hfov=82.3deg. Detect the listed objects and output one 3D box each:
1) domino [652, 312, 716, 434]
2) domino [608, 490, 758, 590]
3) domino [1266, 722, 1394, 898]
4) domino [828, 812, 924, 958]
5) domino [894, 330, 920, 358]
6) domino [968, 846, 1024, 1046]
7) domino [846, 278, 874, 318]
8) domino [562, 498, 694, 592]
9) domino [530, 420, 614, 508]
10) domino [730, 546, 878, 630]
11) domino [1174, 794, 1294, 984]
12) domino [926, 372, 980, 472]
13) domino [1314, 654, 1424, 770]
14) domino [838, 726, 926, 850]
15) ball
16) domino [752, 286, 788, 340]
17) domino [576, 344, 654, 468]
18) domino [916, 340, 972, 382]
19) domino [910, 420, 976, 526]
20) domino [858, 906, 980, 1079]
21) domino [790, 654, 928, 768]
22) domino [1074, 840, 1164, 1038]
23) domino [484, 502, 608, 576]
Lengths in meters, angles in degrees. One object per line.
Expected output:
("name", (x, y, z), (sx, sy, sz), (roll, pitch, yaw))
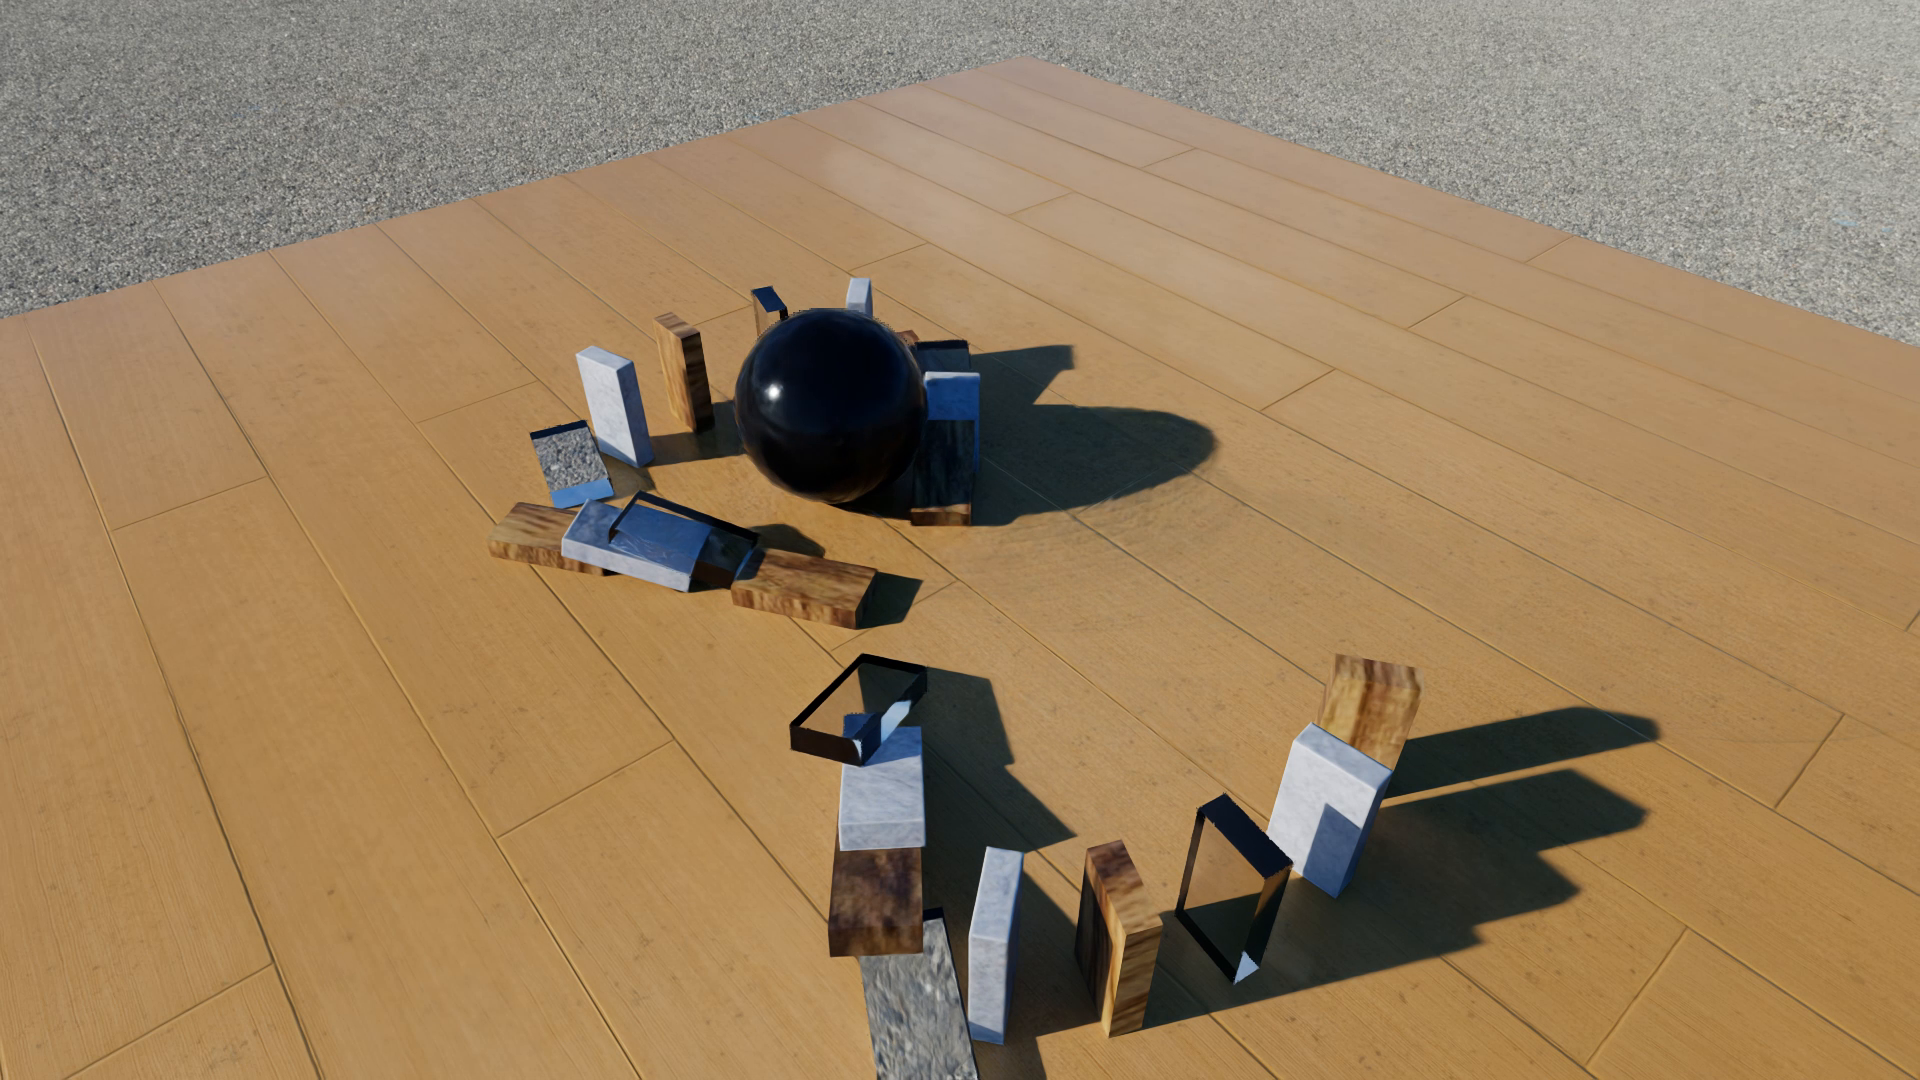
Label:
("domino", (-0.126, -0.076, 0.504), (0.009, 0.050, 0.025), (-29, 47, -31))
("domino", (-0.107, 0.000, 0.426), (0.050, 0.010, 0.025), (20, 40, 0))
("domino", (0.105, 0.078, 0.316), (0.025, 0.050, 0.009), (32, 49, 33))
("domino", (-0.023, 0.097, 0.315), (0.025, 0.009, 0.050), (-2, 23, -2))
("domino", (-0.027, -0.088, 0.550), (0.025, 0.010, 0.050), (-14, 41, -17))
("domino", (0.009, 0.105, 0.283), (0.009, 0.050, 0.025), (7, 40, 8))
("domino", (-0.048, -0.098, 0.531), (0.010, 0.050, 0.025), (1, 39, 1))
("domino", (-0.126, 0.002, 0.430), (0.050, 0.010, 0.025), (17, 40, -5))
("domino", (-0.171, -0.034, 0.485), (0.025, 0.009, 0.050), (-18, 43, -20))
("domino", (-0.059, 0.018, 0.422), (0.050, 0.009, 0.025), (10, 40, 12))
("domino", (0.073, 0.094, 0.296), (0.009, 0.050, 0.025), (-21, 44, -24))
("domino", (-0.004, -0.054, 0.497), (0.025, 0.010, 0.050), (2, 56, -1))
("domino", (0.124, 0.058, 0.340), (0.025, 0.050, 0.009), (10, 40, 12))
("domino", (-0.024, 0.076, 0.340), (0.025, 0.009, 0.050), (-2, 23, -3))
("ball", (-0.053, -0.055, 0.455), (0.080, 0.080, 0.080), (0, 39, 0))
("domino", (-0.088, -0.092, 0.524), (0.010, 0.050, 0.025), (-16, 42, -19))
("domino", (-0.151, -0.058, 0.482), (0.025, 0.050, 0.009), (23, 45, 26))
("domino", (-0.007, -0.073, 0.521), (0.025, 0.010, 0.050), (-3, 56, -4))
("domino", (-0.007, -0.029, 0.468), (0.025, 0.009, 0.050), (2, 56, 2))
("domino", (-0.012, 0.124, 0.292), (0.025, 0.009, 0.050), (-8, 40, -9))
("domino", (-0.032, 0.055, 0.364), (0.025, 0.010, 0.050), (9, 25, 21))
("domino", (0.040, 0.104, 0.285), (0.009, 0.050, 0.025), (-11, 41, -13))
("domino", (-0.161, -0.001, 0.444), (0.050, 0.010, 0.025), (9, 40, 11))
